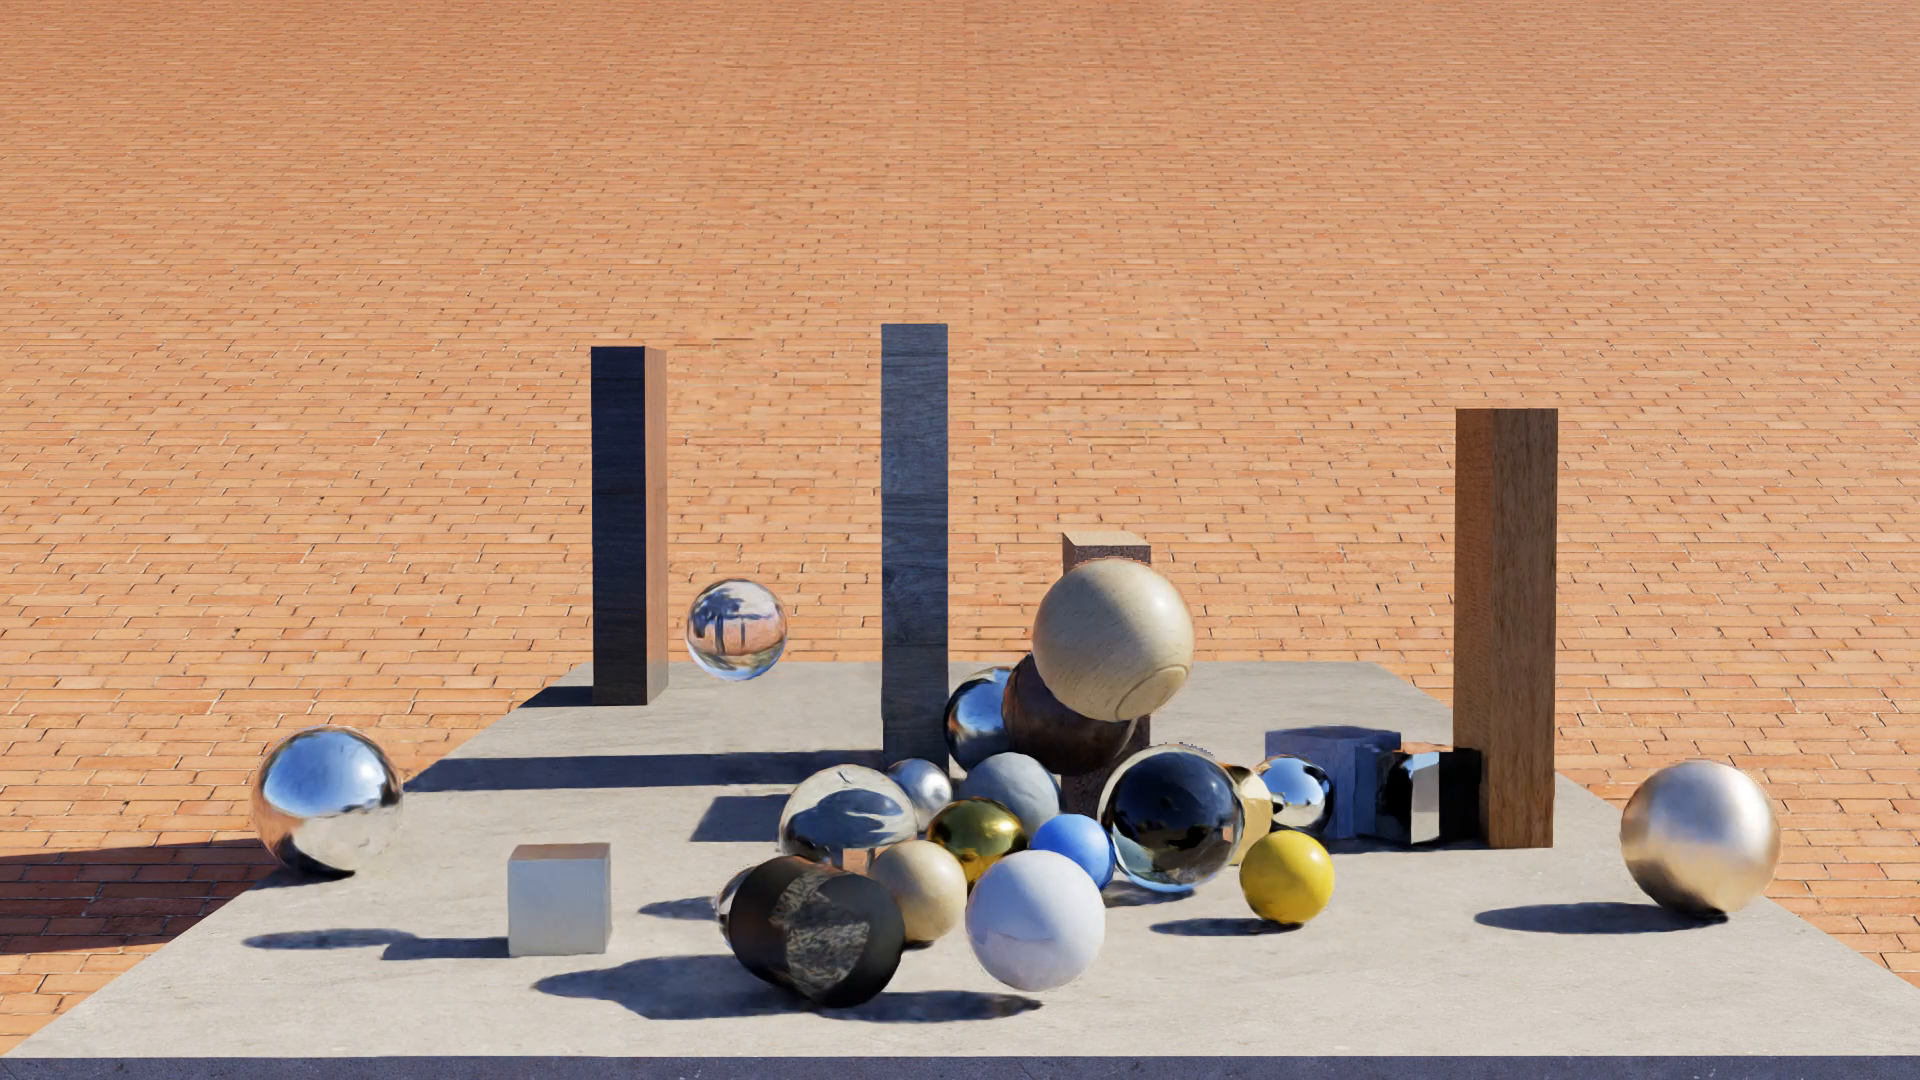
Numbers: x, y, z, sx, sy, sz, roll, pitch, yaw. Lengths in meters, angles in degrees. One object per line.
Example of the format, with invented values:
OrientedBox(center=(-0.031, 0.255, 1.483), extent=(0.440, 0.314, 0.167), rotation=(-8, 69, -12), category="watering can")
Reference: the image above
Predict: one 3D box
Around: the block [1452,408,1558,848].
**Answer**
OrientedBox(center=(0.815, 0.122, 3.858), extent=(0.094, 0.638, 0.277), rotation=(0, 3, 0), category="block")

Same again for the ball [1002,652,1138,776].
OrientedBox(center=(0.161, 0.246, 3.770), extent=(0.200, 0.200, 0.200), rotation=(0, 22, 0), category="ball")

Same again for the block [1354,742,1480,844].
OrientedBox(center=(0.678, 0.374, 3.817), extent=(0.130, 0.130, 0.130), rotation=(0, 2, -31), category="block")

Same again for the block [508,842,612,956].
OrientedBox(center=(-0.475, 0.426, 3.058), extent=(0.112, 0.112, 0.112), rotation=(0, 3, -4), category="block")

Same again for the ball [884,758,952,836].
OrientedBox(center=(-0.064, 0.359, 3.589), extent=(0.108, 0.108, 0.108), rotation=(0, 22, 0), category="ball")

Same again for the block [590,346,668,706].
OrientedBox(center=(-0.734, -0.039, 5.737), extent=(0.116, 0.773, 0.412), rotation=(0, 3, 0), category="block")

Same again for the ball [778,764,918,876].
OrientedBox(center=(-0.143, 0.379, 3.308), extent=(0.181, 0.181, 0.181), rotation=(0, 22, 0), category="ball")

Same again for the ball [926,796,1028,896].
OrientedBox(center=(0.021, 0.401, 3.335), extent=(0.135, 0.135, 0.135), rotation=(0, 22, 0), category="ball")

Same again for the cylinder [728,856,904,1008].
OrientedBox(center=(-0.157, 0.424, 2.793), extent=(0.143, 0.143, 0.143), rotation=(-13, 9, -29), category="cylinder")

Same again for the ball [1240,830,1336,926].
OrientedBox(center=(0.404, 0.417, 3.175), extent=(0.117, 0.117, 0.117), rotation=(0, 22, 0), category="ball")

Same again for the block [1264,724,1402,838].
OrientedBox(center=(0.568, 0.365, 3.918), extent=(0.147, 0.147, 0.147), rotation=(-2, 4, -40), category="block")

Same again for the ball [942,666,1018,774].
OrientedBox(center=(0.072, 0.316, 4.367), extent=(0.202, 0.202, 0.202), rotation=(0, 22, 0), category="ball")

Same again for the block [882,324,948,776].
OrientedBox(center=(-0.078, 0.012, 4.604), extent=(0.114, 0.784, 0.399), rotation=(0, 3, 0), category="block")

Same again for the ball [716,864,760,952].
OrientedBox(center=(-0.225, 0.431, 2.964), extent=(0.113, 0.113, 0.113), rotation=(0, 22, 0), category="ball")

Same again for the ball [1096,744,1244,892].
OrientedBox(center=(0.278, 0.367, 3.395), extent=(0.195, 0.195, 0.195), rotation=(0, 22, 0), category="ball")

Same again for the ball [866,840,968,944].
OrientedBox(center=(-0.052, 0.420, 3.065), extent=(0.124, 0.124, 0.124), rotation=(0, 22, 0), category="ball")

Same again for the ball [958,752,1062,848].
OrientedBox(center=(0.071, 0.377, 3.655), extent=(0.150, 0.150, 0.150), rotation=(0, 22, 0), category="ball")

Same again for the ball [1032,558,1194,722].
OrientedBox(center=(0.174, 0.114, 2.921), extent=(0.185, 0.185, 0.185), rotation=(0, 22, 0), category="ball")

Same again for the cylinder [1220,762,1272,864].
OrientedBox(center=(0.346, 0.381, 3.644), extent=(0.138, 0.138, 0.138), rotation=(-12, 7, -27), category="cylinder")

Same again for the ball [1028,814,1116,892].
OrientedBox(center=(0.145, 0.411, 3.325), extent=(0.115, 0.115, 0.115), rotation=(0, 22, 0), category="ball")

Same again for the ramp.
OrientedBox(center=(0.051, 0.458, 4.533), extent=(2.000, 0.100, 4.000), rotation=(0, 3, 0), category="ramp")

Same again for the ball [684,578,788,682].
OrientedBox(center=(-0.274, 0.110, 3.151), extent=(0.127, 0.127, 0.127), rotation=(0, 22, 0), category="ball")

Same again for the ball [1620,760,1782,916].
OrientedBox(center=(0.931, 0.375, 3.235), extent=(0.195, 0.195, 0.195), rotation=(0, 22, 0), category="ball")

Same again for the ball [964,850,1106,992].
OrientedBox(center=(0.081, 0.408, 2.756), extent=(0.152, 0.152, 0.152), rotation=(0, 22, 0), category="ball")

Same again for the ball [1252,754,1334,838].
OrientedBox(center=(0.479, 0.380, 3.756), extent=(0.134, 0.134, 0.134), rotation=(0, 22, 0), category="ball")

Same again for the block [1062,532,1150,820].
OrientedBox(center=(0.229, 0.213, 4.093), extent=(0.114, 0.434, 0.449), rotation=(0, 3, 0), category="block")

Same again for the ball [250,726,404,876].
OrientedBox(center=(-0.866, 0.357, 3.522), extent=(0.204, 0.204, 0.204), rotation=(0, 22, 0), category="ball")
